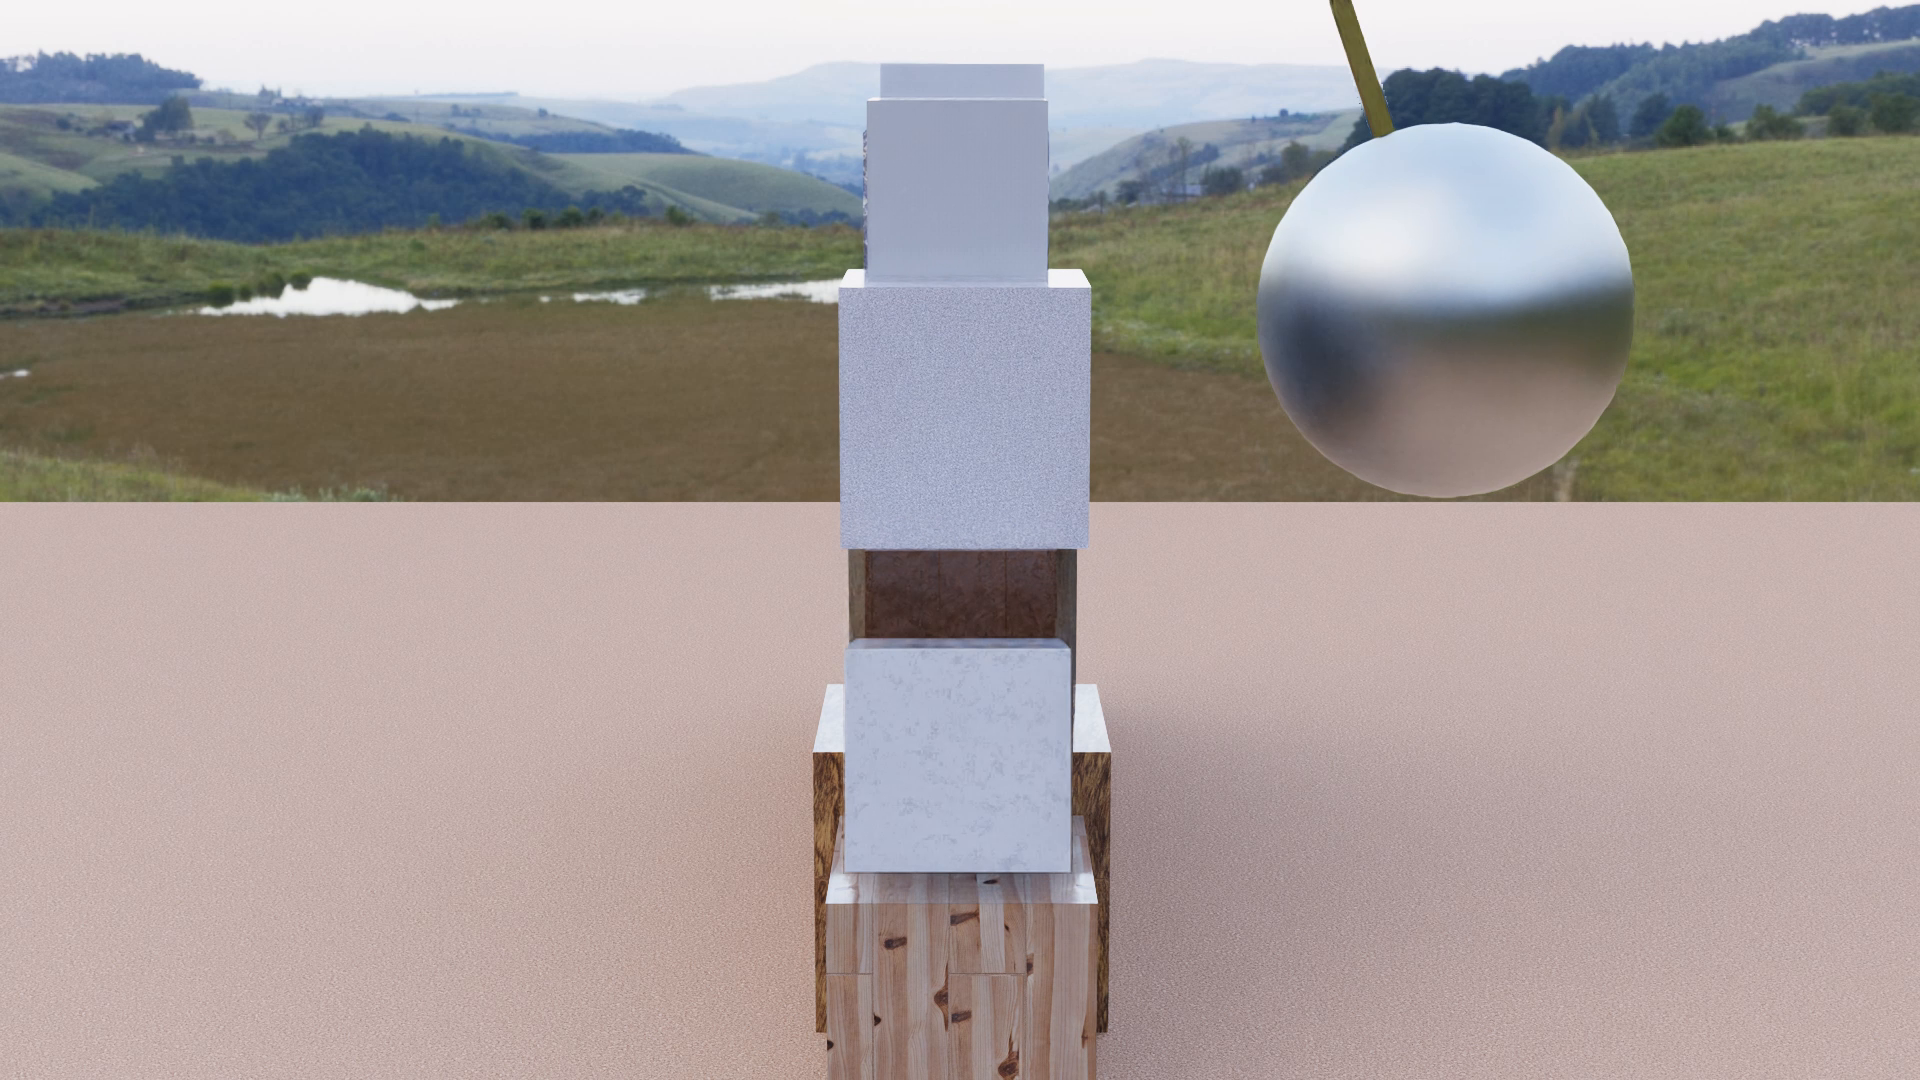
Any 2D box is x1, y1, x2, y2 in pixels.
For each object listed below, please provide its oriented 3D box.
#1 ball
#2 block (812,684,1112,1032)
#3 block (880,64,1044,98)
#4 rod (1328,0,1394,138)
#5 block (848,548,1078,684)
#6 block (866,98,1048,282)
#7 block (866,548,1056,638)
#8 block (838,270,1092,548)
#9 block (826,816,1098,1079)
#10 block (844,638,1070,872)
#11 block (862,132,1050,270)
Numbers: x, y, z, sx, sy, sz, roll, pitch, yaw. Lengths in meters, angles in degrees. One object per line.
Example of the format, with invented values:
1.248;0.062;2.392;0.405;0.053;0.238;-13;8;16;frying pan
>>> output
2.074;-0.979;11.002;1.600;1.600;1.600;0;10;0;ball
0.008;1.205;9.938;1.084;1.074;1.053;0;10;0;block
0.010;-1.598;11.339;0.700;0.876;0.774;0;1;0;block
0.899;-4.118;10.432;0.080;5.200;0.080;-20;10;4;rod
0.010;0.310;10.797;0.917;0.860;0.947;0;10;0;block
-0.010;-1.357;9.869;0.670;0.669;0.700;0;11;0;block
0.003;0.310;9.930;0.709;0.686;0.735;0;11;0;block
0.018;-0.520;9.856;0.924;0.972;0.815;0;11;0;block
0.006;1.507;8.935;0.888;0.839;1.009;0;10;0;block
-0.008;0.704;8.623;0.723;0.716;0.819;0;0;0;block
-0.015;-1.378;10.567;0.741;0.613;0.673;0;11;0;block
